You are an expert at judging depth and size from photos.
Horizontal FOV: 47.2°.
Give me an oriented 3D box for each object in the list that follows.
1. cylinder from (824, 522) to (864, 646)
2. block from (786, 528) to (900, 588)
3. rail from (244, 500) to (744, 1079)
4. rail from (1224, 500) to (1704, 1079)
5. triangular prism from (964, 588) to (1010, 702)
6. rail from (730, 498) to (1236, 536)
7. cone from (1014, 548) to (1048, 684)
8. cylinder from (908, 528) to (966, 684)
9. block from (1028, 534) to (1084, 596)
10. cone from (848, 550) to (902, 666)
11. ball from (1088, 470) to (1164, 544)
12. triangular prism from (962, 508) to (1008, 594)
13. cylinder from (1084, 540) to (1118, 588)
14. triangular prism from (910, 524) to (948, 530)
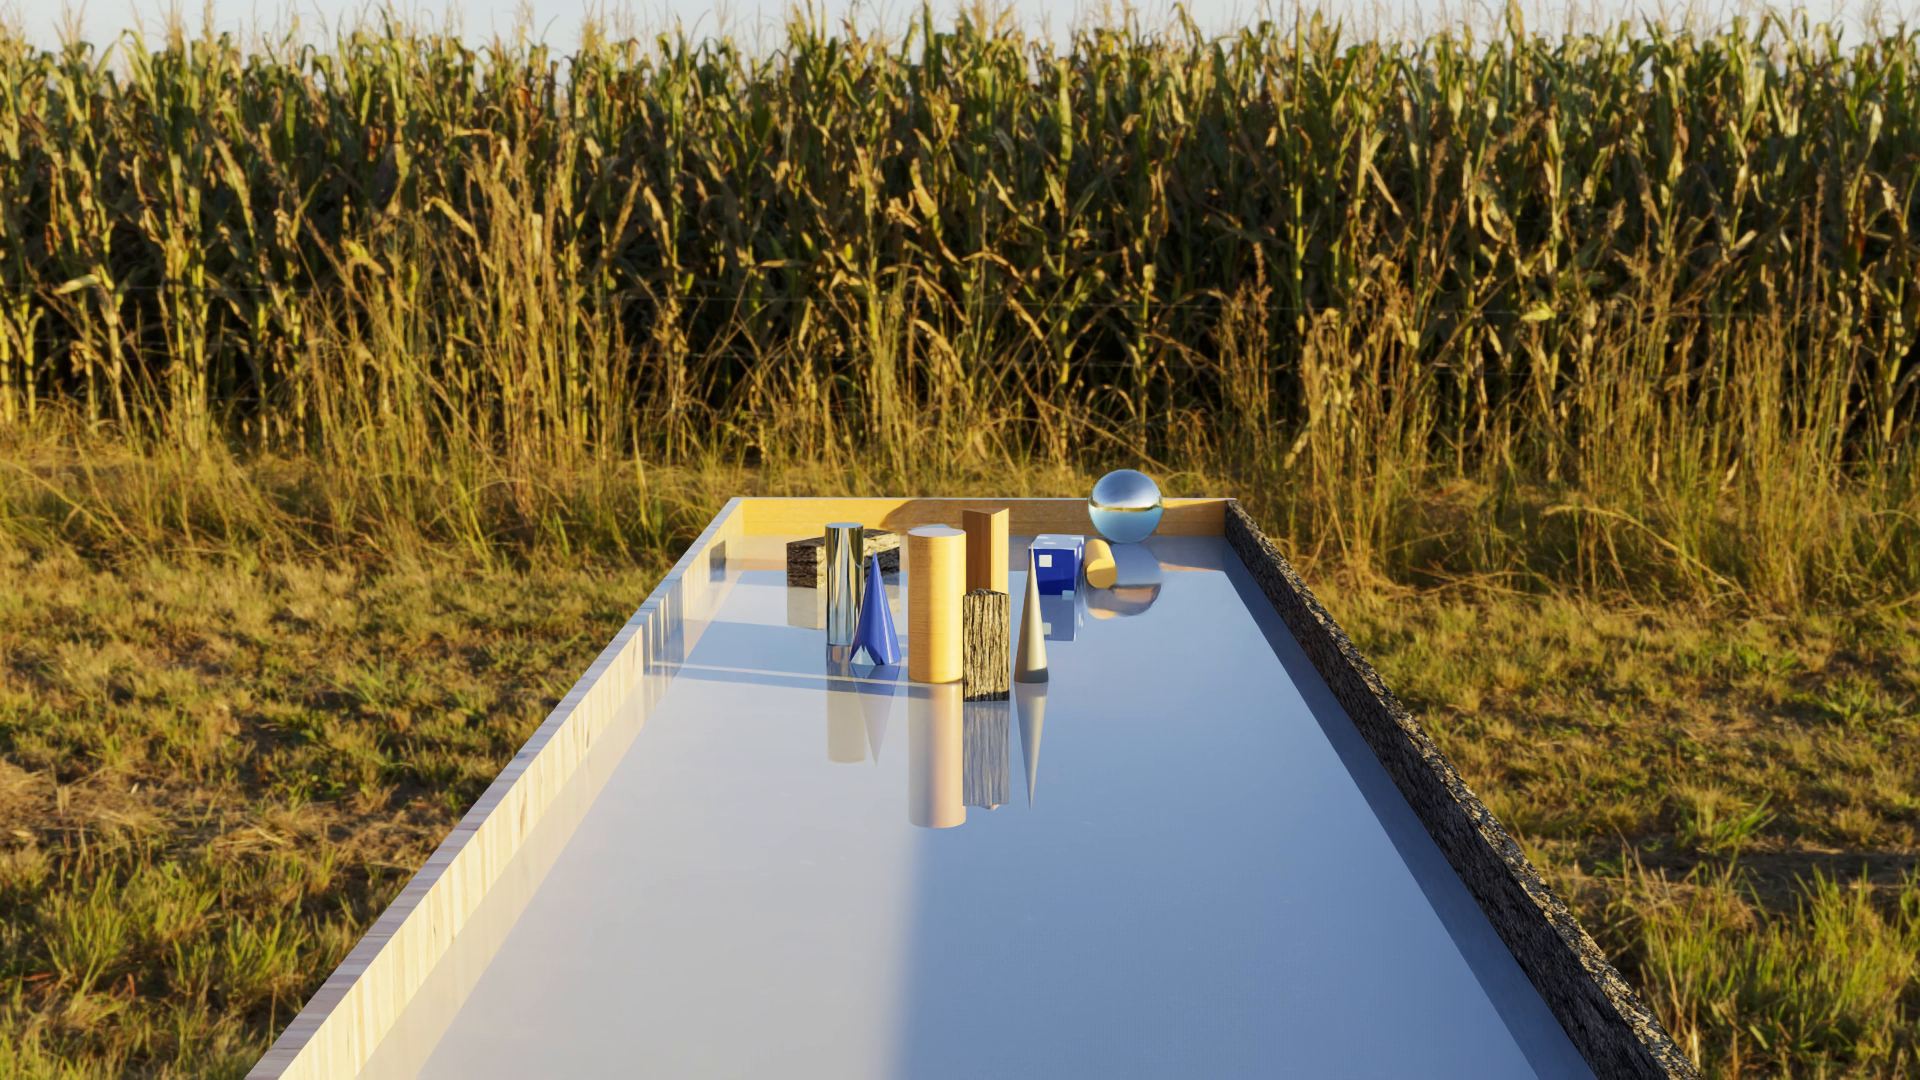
[{"bbox_3d":[-0.363,0.139,6.928,0.122,0.376,0.122,0,9,0],"label":"cylinder"},{"bbox_3d":[-0.428,0.066,8.110,0.152,0.152,0.451,7,12,39],"label":"block"},{"bbox_3d":[-1.004,0.839,3.234,0.050,0.150,12.000,0,9,1],"label":"rail"},{"bbox_3d":[1.046,0.843,3.208,0.050,0.150,12.000,0,9,1],"label":"rail"},{"bbox_3d":[0.066,0.293,6.196,0.132,0.301,0.115,-1,9,-8],"label":"triangular prism"},{"bbox_3d":[0.099,-0.098,9.147,2.100,0.150,0.050,0,9,1],"label":"rail"},{"bbox_3d":[0.208,0.207,6.399,0.104,0.409,0.104,0,9,0],"label":"cone"},{"bbox_3d":[-0.068,0.191,6.425,0.170,0.432,0.170,0,9,0],"label":"cylinder"},{"bbox_3d":[0.349,0.087,7.933,0.165,0.165,0.333,1,9,9],"label":"block"},{"bbox_3d":[-0.258,0.194,6.683,0.163,0.345,0.163,0,9,0],"label":"cone"},{"bbox_3d":[0.671,-0.136,8.906,0.302,0.302,0.302,0,9,0],"label":"ball"},{"bbox_3d":[0.099,0.134,6.702,0.121,0.457,0.140,-8,12,-40],"label":"triangular prism"},{"bbox_3d":[0.512,0.087,8.107,0.111,0.111,0.441,0,9,0],"label":"cylinder"},{"bbox_3d":[-0.072,0.140,6.947,0.148,0.369,0.128,2,9,14],"label":"triangular prism"}]
